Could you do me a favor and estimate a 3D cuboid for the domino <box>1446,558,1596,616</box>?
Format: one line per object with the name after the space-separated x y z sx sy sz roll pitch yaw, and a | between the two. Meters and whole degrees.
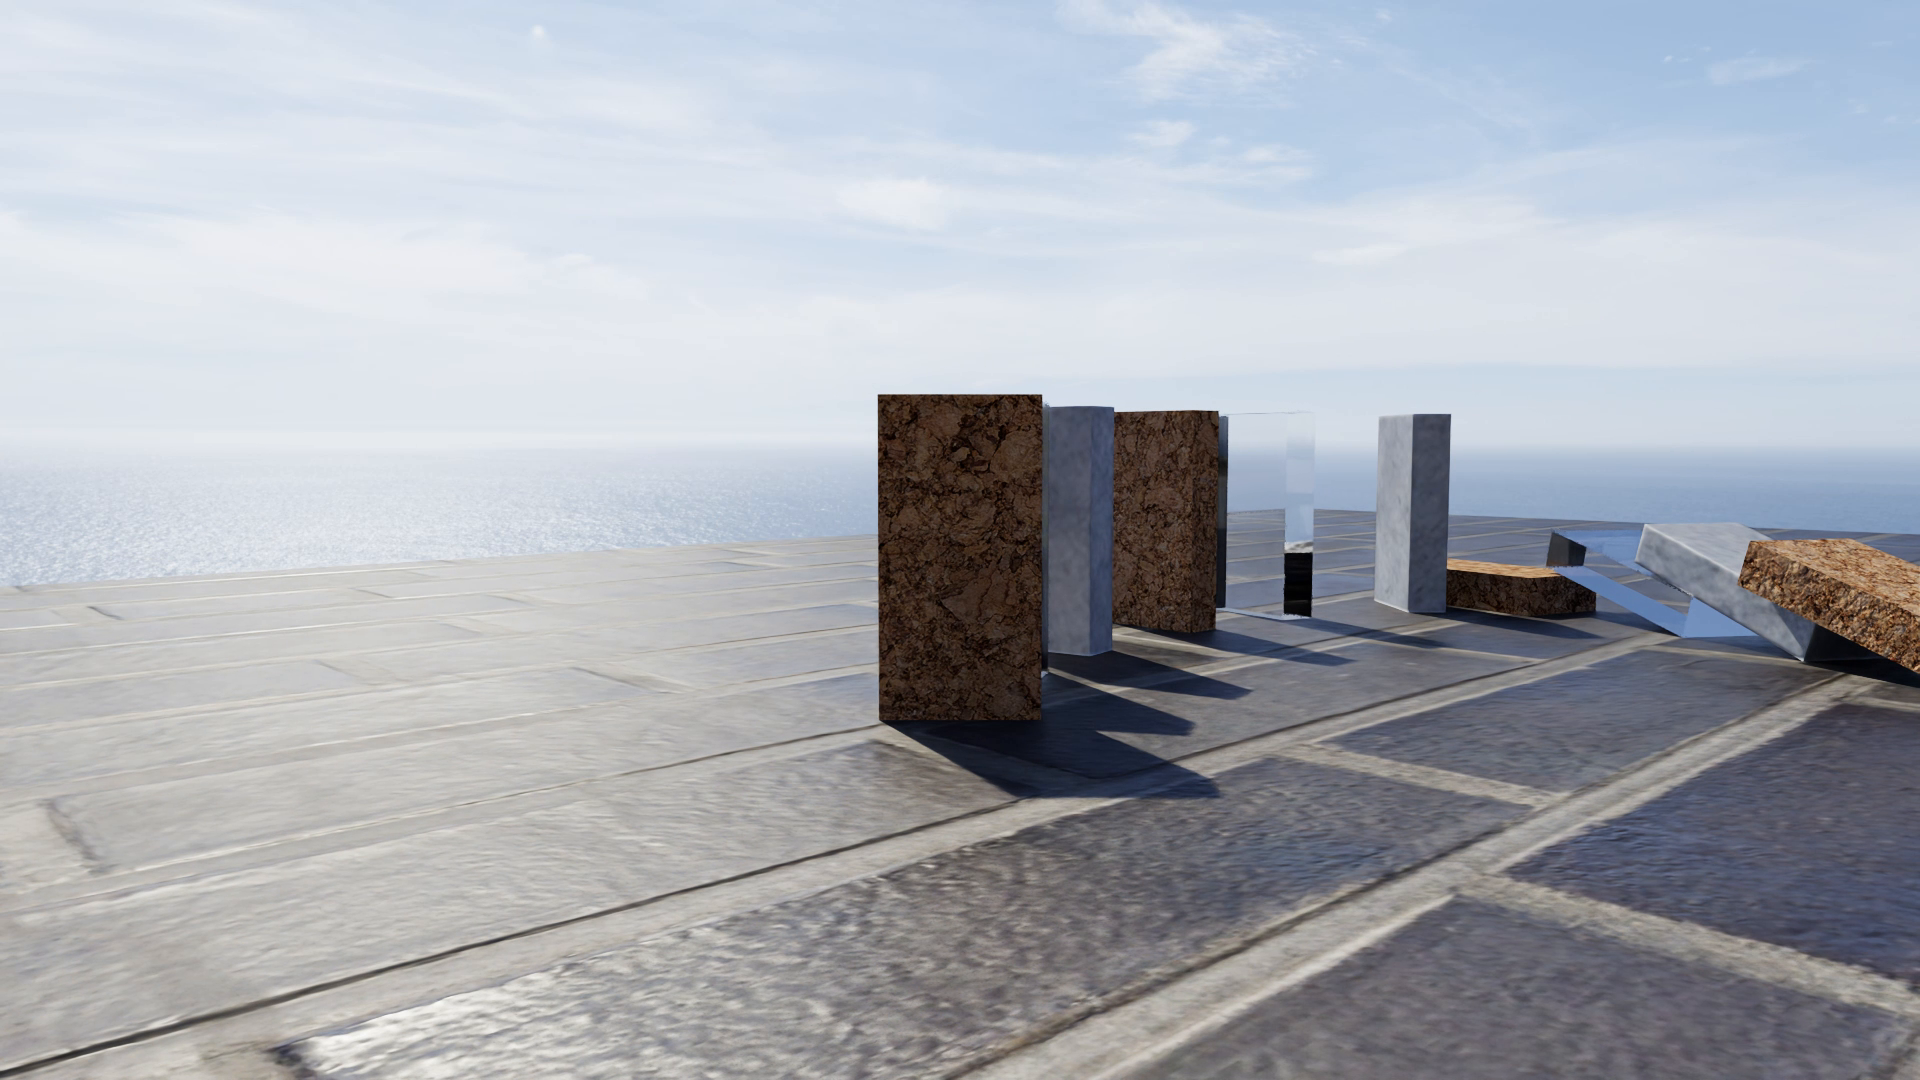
0.140 0.012 0.345 0.025 0.010 0.050 -2 5 -27 | domino

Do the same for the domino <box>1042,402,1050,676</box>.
0.003 0.000 0.237 0.025 0.050 0.010 1 4 15 | domino

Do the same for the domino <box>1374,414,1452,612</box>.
0.118 -0.008 0.335 0.009 0.050 0.025 0 4 -1 | domino

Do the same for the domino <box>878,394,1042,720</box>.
0.000 0.002 0.201 0.025 0.050 0.010 0 4 0 | domino

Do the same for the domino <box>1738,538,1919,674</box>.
0.176 0.013 0.239 0.025 0.009 0.050 -1 21 -14 | domino

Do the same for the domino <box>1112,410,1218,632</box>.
0.047 -0.005 0.299 0.010 0.050 0.025 -4 6 -43 | domino

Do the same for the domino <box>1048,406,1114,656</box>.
0.018 -0.002 0.266 0.025 0.050 0.010 3 5 34 | domino

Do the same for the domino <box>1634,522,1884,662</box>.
0.173 0.010 0.274 0.025 0.010 0.050 -1 22 -11 | domino

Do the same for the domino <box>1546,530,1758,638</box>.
0.167 0.009 0.306 0.025 0.010 0.050 -1 17 -10 | domino

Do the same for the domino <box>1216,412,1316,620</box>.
0.076 -0.007 0.321 0.010 0.050 0.025 -3 5 -31 | domino
